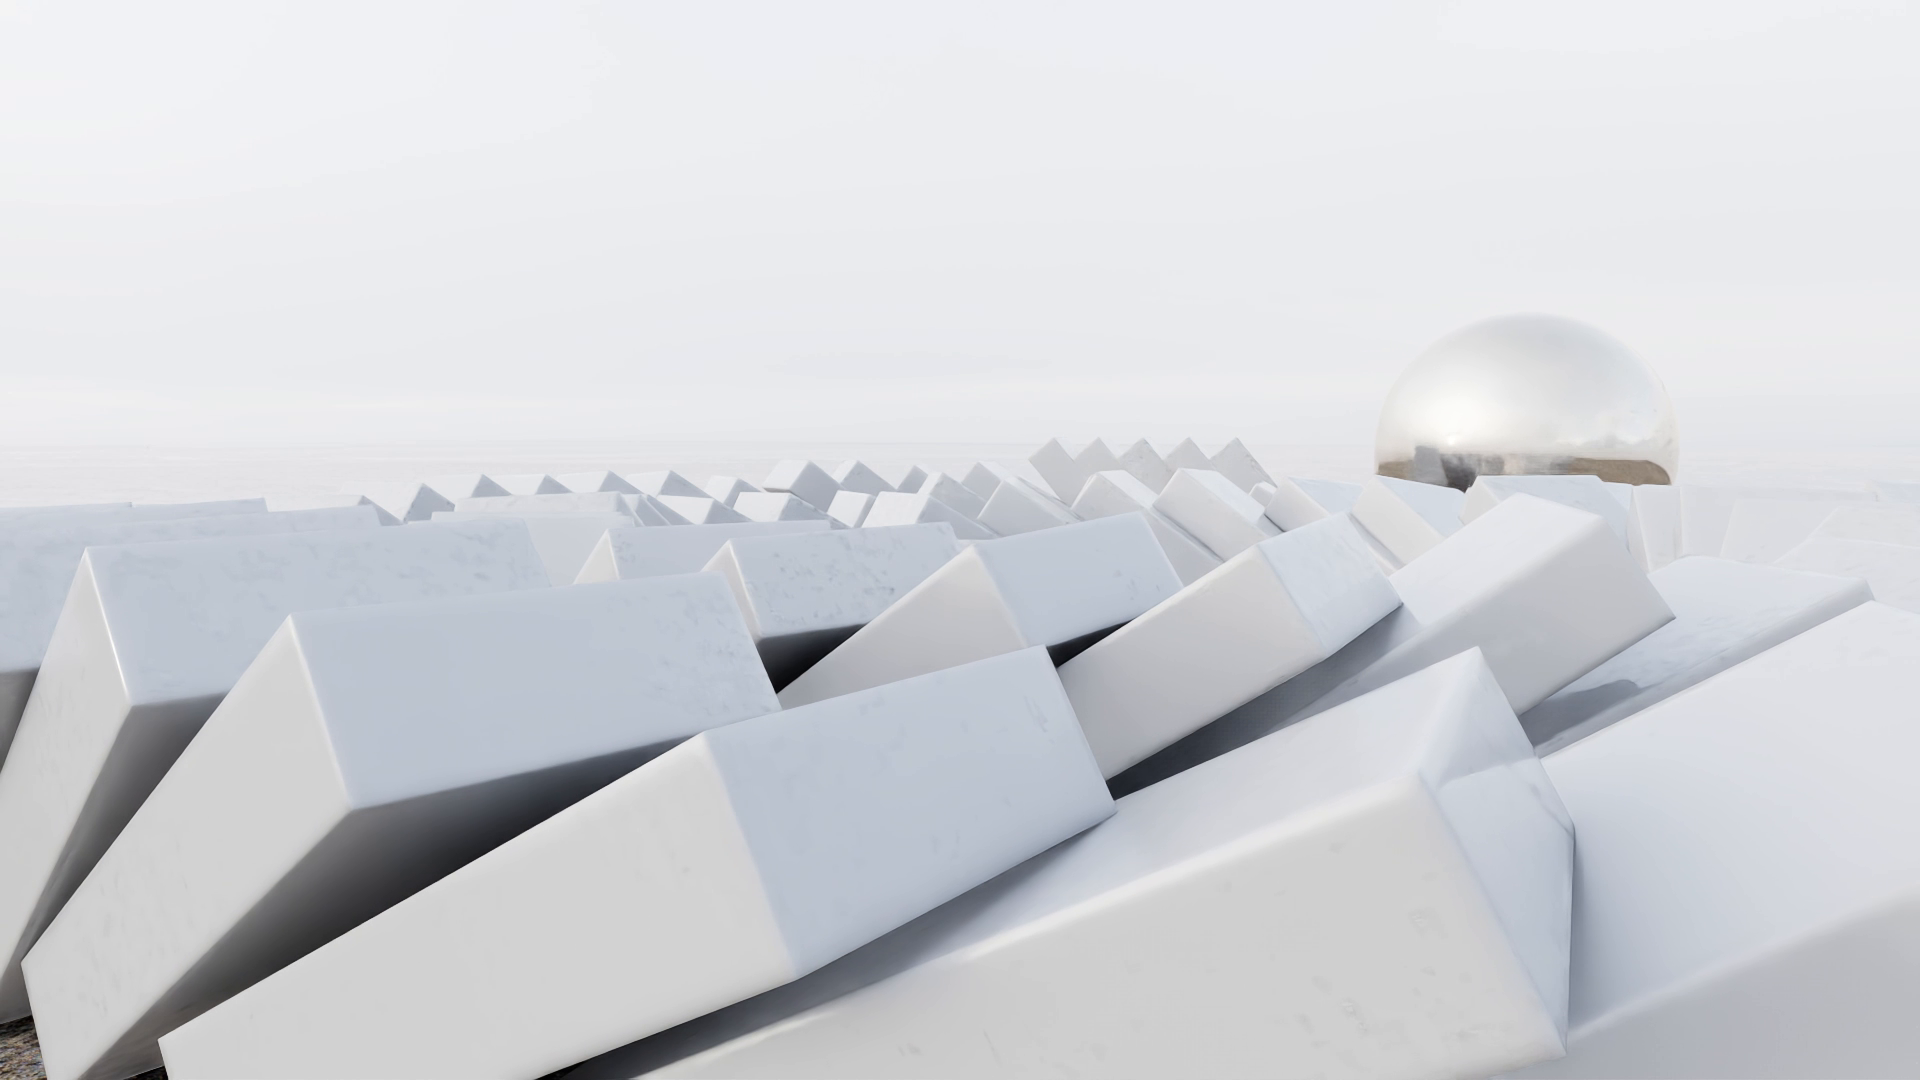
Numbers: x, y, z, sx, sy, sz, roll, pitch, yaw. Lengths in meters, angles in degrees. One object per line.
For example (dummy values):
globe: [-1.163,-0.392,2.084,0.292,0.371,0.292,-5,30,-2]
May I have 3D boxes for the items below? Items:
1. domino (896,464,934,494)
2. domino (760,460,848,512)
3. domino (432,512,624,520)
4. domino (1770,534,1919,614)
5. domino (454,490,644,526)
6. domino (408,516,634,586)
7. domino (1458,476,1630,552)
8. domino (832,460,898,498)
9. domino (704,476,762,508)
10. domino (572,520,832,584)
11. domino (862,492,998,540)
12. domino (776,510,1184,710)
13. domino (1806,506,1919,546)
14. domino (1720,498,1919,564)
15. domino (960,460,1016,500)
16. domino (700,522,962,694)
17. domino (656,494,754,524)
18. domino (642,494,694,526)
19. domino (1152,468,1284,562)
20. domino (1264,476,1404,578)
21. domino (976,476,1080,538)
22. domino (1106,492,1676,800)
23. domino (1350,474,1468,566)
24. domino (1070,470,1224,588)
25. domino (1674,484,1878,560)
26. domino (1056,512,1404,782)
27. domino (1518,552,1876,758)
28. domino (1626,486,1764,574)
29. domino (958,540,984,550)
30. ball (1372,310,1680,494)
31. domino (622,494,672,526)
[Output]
domino: [0.006,-0.003,0.366,0.050,0.009,0.025,36,6,1]
domino: [-0.029,-0.003,0.349,0.050,0.009,0.025,39,-13,-22]
domino: [-0.056,0.012,0.189,0.025,0.009,0.050,0,-26,1]
domino: [0.076,0.017,0.124,0.050,0.009,0.025,-29,11,-8]
domino: [-0.058,0.009,0.207,0.025,0.009,0.050,-2,-28,8]
domino: [-0.052,0.013,0.168,0.025,0.010,0.050,-2,-26,-6]
domino: [0.109,0.008,0.218,0.025,0.010,0.050,-1,40,-14]
domino: [-0.014,-0.003,0.359,0.050,0.010,0.025,37,-6,-13]
domino: [-0.044,0.000,0.341,0.050,0.009,0.025,33,-10,-24]
domino: [-0.036,0.014,0.150,0.025,0.009,0.050,-3,-26,-36]
domino: [0.007,0.007,0.246,0.050,0.010,0.025,31,-9,-22]
domino: [-0.005,0.015,0.122,0.050,0.009,0.025,-38,-17,36]
domino: [0.097,0.015,0.139,0.050,0.009,0.025,-35,23,-22]
domino: [0.106,0.013,0.158,0.025,0.010,0.050,4,38,39]
domino: [0.024,-0.004,0.370,0.050,0.009,0.025,38,12,9]
domino: [-0.023,0.015,0.135,0.025,0.010,0.050,-5,-25,-41]
domino: [-0.040,0.006,0.272,0.050,0.009,0.025,32,-16,-36]
domino: [-0.053,0.007,0.251,0.025,0.009,0.050,1,-26,37]
domino: [0.065,0.004,0.261,0.050,0.009,0.025,41,19,22]
domino: [0.086,0.005,0.255,0.025,0.009,0.050,3,33,-37]
domino: [0.028,0.005,0.262,0.050,0.009,0.025,34,7,3]
domino: [0.034,0.015,0.114,0.050,0.010,0.025,-36,0,12]
domino: [0.099,0.006,0.242,0.025,0.010,0.050,7,31,-29]
domino: [0.048,0.004,0.263,0.050,0.009,0.025,38,15,13]
domino: [0.114,0.011,0.178,0.025,0.009,0.050,4,39,25]
domino: [0.012,0.016,0.114,0.050,0.010,0.025,-36,-12,29]
domino: [0.053,0.018,0.117,0.050,0.009,0.025,-28,4,1]
domino: [0.118,0.010,0.195,0.025,0.009,0.050,1,38,19]
domino: [-0.002,0.013,0.196,0.025,0.010,0.050,0,-20,3]
ball: [0.160,-0.025,0.366,0.080,0.080,0.080,0,4,0]
domino: [-0.057,0.008,0.228,0.025,0.010,0.050,0,-27,18]
